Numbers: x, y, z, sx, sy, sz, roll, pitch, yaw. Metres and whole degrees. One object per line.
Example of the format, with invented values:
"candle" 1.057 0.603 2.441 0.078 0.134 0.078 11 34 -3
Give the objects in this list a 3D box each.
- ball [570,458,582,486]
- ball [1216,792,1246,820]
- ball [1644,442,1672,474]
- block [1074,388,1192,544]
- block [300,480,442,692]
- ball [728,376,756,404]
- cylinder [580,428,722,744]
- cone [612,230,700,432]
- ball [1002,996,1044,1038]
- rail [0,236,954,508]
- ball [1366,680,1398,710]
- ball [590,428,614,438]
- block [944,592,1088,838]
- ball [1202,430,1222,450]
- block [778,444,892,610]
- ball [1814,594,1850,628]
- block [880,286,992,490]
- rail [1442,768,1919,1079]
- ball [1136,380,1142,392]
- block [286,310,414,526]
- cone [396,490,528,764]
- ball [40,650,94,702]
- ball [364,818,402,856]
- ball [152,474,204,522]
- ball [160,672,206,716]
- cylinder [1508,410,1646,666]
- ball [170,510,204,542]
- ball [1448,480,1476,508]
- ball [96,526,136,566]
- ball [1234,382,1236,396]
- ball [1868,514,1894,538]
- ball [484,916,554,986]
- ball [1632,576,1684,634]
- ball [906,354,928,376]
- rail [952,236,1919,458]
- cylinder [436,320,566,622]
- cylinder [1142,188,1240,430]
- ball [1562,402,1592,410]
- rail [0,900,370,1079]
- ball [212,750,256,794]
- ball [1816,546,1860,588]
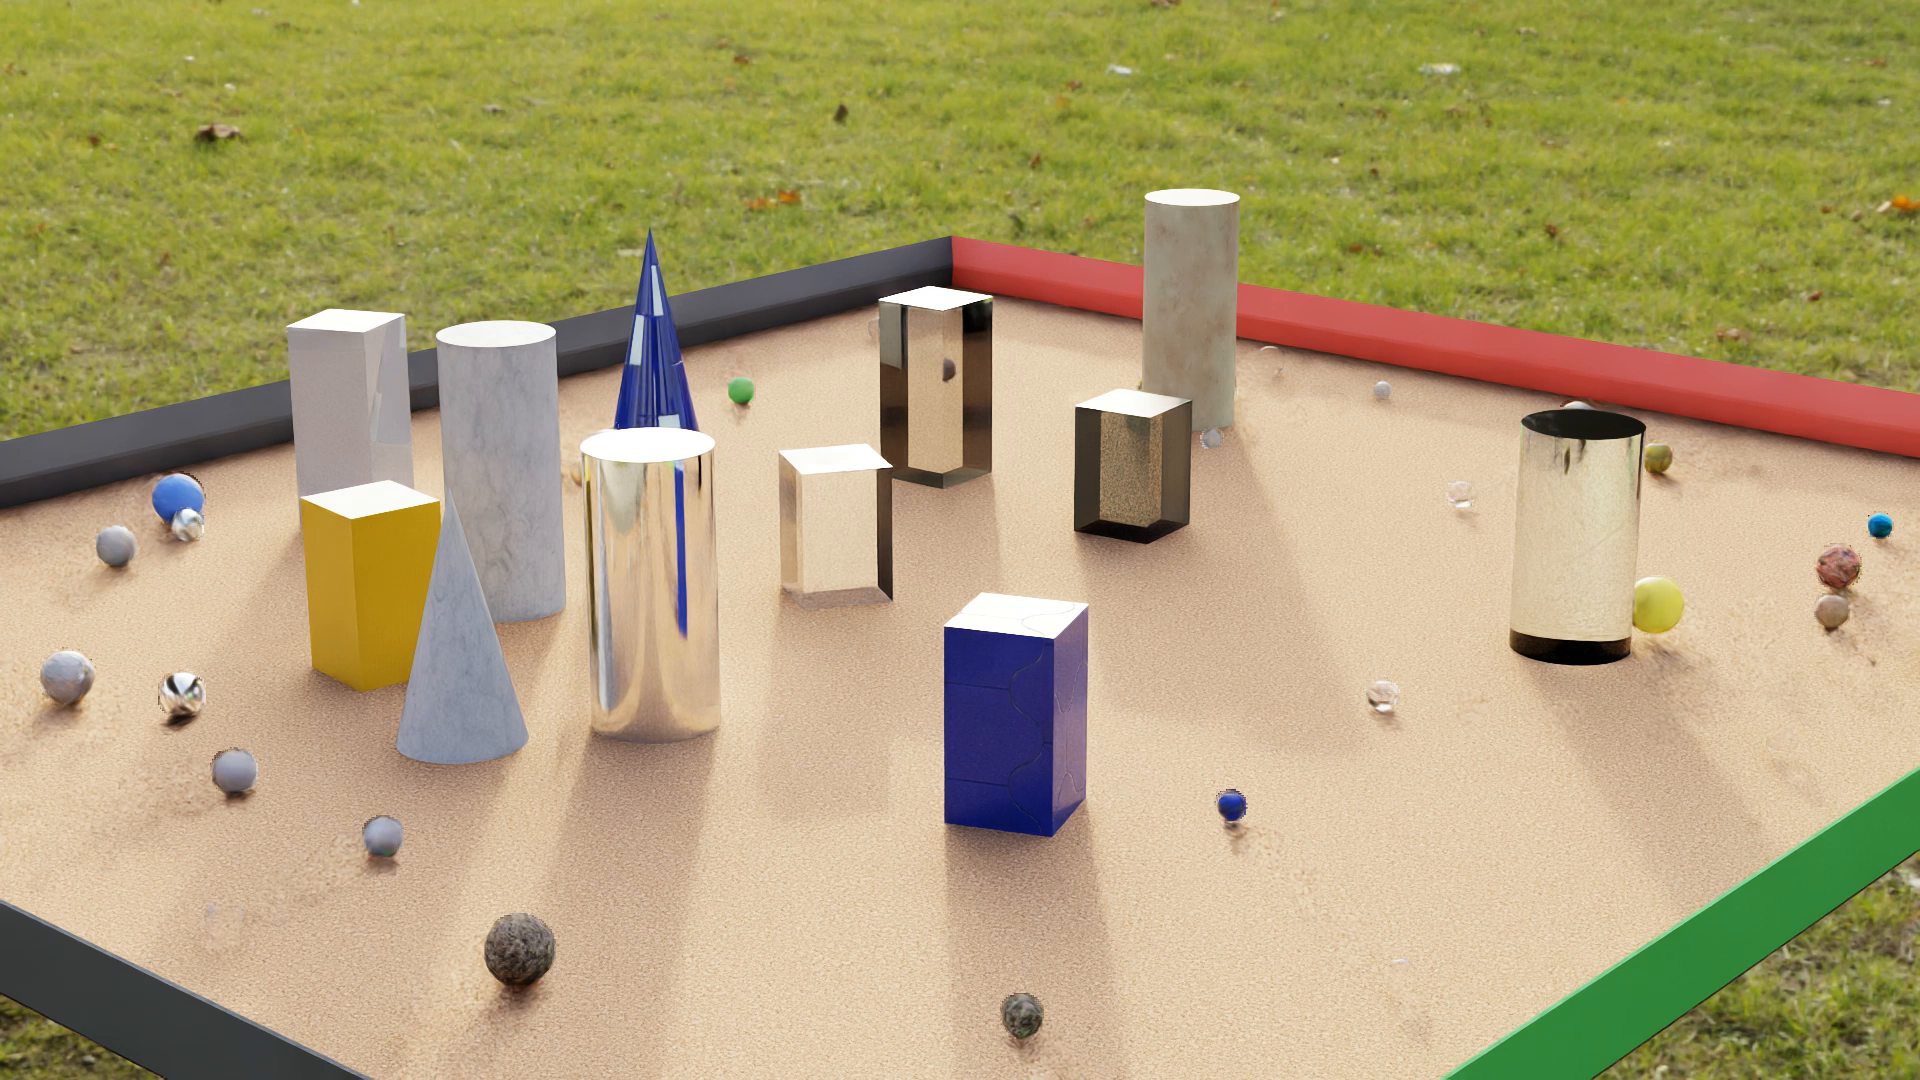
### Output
"ball" -0.743 -0.133 5.799 0.057 0.057 0.057 0 17 0
"ball" 0.383 0.376 4.138 0.040 0.040 0.040 0 17 0
"ball" 1.400 -0.165 5.895 0.064 0.064 0.064 0 17 0
"block" 0.324 -0.140 5.499 0.160 0.242 0.160 11 20 32
"block" -0.941 0.072 4.720 0.160 0.287 0.160 -14 22 -38
"ball" -0.480 -0.329 6.445 0.060 0.060 0.060 0 17 0
"cylinder" -0.468 0.068 4.464 0.200 0.442 0.200 0 17 0
"cone" -0.626 -0.406 5.979 0.200 0.476 0.200 0 17 0
"ball" 0.074 0.567 3.489 0.049 0.049 0.049 0 17 0
"rail" -1.305 -0.294 6.205 0.045 0.130 3.969 14 22 39
"ball" 0.658 0.242 4.568 0.048 0.048 0.048 0 17 0
"ball" -0.701 -0.172 5.852 0.100 0.100 0.100 0 17 0
"block" 0.080 0.245 4.137 0.160 0.292 0.160 6 18 19
"ball" 0.524 -0.208 6.078 0.040 0.040 0.040 0 17 0
"block" -0.217 -0.024 5.114 0.160 0.244 0.160 -5 18 -17
"ball" 1.474 0.121 4.958 0.056 0.056 0.056 0 17 0
"block" -0.047 -0.305 5.844 0.160 0.361 0.160 13 21 36
"rail" 1.305 0.359 4.035 0.045 0.130 3.969 14 22 39
"ball" 0.419 -0.326 6.423 0.067 0.067 0.067 0 17 0
"block" -1.147 -0.226 5.536 0.160 0.386 0.160 5 18 17
"cone" -0.755 0.113 4.391 0.200 0.398 0.200 0 17 0
"ball" -1.401 0.214 4.601 0.083 0.083 0.083 0 17 0
"ball" -0.790 0.407 4.015 0.053 0.053 0.053 0 17 0
"ball" -1.481 -0.078 5.551 0.094 0.094 0.094 0 17 0
"ball" -1.205 0.239 4.544 0.068 0.068 0.068 0 17 0
"cylinder" 1.013 -0.006 4.817 0.200 0.380 0.200 0 17 0
"ball" -1.436 -0.027 5.445 0.059 0.059 0.059 0 17 0
"ball" 0.969 -0.088 5.658 0.053 0.053 0.053 0 17 0
"ball" -1.524 0.011 5.295 0.072 0.072 0.072 0 17 0
"ball" 0.574 -0.334 6.447 0.068 0.068 0.068 0 17 0
"ball" 1.715 -0.026 5.464 0.046 0.046 0.046 0 17 0
"ball" -0.544 0.507 3.620 0.087 0.087 0.087 0 17 0
"ball" 1.157 0.109 4.882 0.096 0.096 0.096 0 17 0
"ball" -0.099 -0.401 6.699 0.052 0.052 0.052 0 17 0
"rail" 1.285 -0.394 6.537 3.505 0.130 0.045 14 22 39
"cylinder" -0.782 -0.118 5.014 0.200 0.481 0.200 0 17 0
"cylinder" 0.490 -0.492 6.251 0.200 0.483 0.200 0 17 0
"ball" 1.292 -0.249 6.139 0.082 0.082 0.082 0 17 0
"rail" -1.285 0.459 3.702 3.505 0.130 0.045 14 22 39
"ball" -1.049 0.335 4.236 0.062 0.062 0.062 0 17 0
"ball" 1.548 0.047 5.169 0.075 0.075 0.075 0 17 0
